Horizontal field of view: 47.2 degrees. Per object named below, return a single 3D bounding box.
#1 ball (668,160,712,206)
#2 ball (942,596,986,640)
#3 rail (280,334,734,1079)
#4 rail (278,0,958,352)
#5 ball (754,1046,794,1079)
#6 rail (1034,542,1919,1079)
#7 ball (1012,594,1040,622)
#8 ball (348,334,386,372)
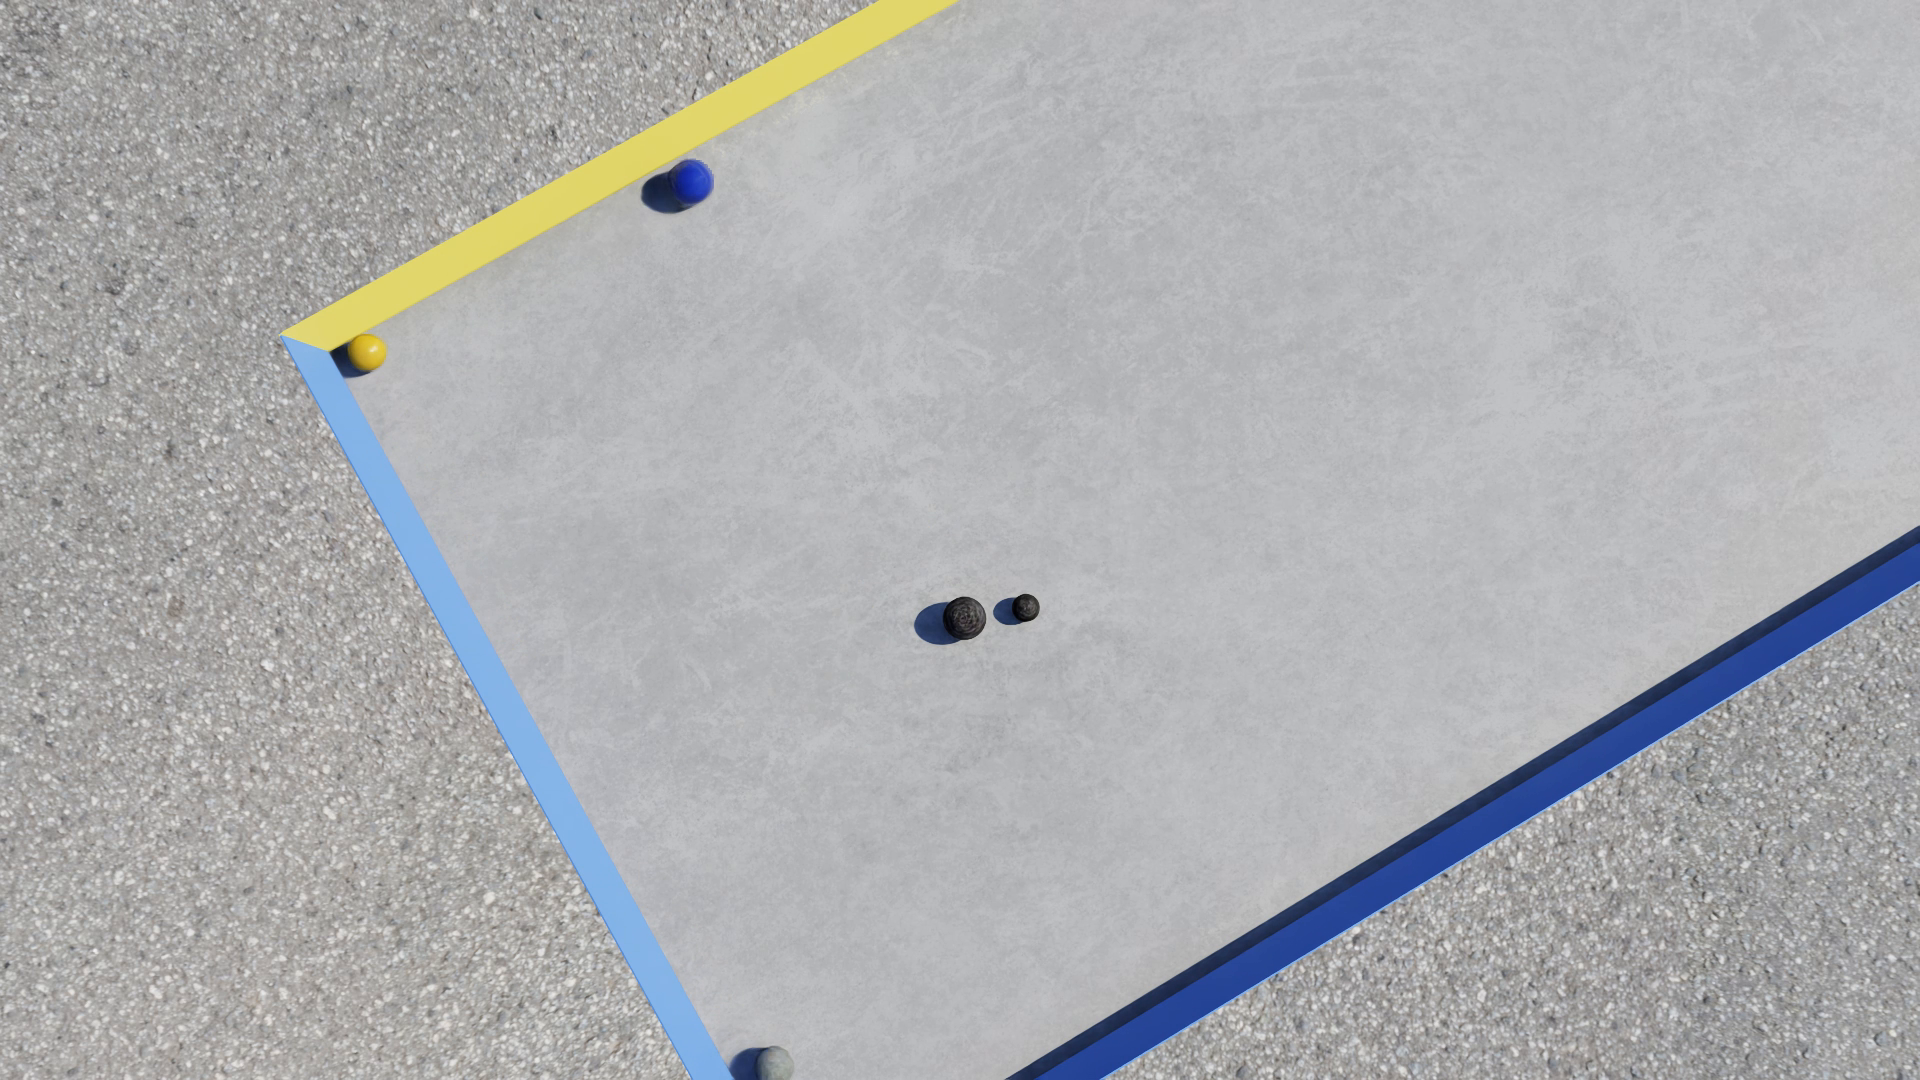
[{"bbox_3d":[-0.414,-0.547,3.370,0.068,0.068,0.068,0,81,0],"label":"ball"},{"bbox_3d":[0.007,0.116,3.261,0.065,0.065,0.065,0,81,0],"label":"ball"},{"bbox_3d":[-0.602,0.347,3.210,0.045,0.088,1.550,-30,82,-5],"label":"rail"},{"bbox_3d":[0.241,-1.003,3.434,2.888,0.088,0.045,-30,82,-5],"label":"rail"},{"bbox_3d":[-0.268,0.757,3.159,0.058,0.058,0.058,0,81,0],"label":"ball"},{"bbox_3d":[1.003,0.274,3.222,2.888,0.088,0.045,-30,82,-5],"label":"rail"},{"bbox_3d":[0.098,0.101,3.275,0.042,0.042,0.042,0,81,0],"label":"ball"},{"bbox_3d":[-0.899,-0.284,3.332,0.057,0.057,0.057,0,81,0],"label":"ball"}]
